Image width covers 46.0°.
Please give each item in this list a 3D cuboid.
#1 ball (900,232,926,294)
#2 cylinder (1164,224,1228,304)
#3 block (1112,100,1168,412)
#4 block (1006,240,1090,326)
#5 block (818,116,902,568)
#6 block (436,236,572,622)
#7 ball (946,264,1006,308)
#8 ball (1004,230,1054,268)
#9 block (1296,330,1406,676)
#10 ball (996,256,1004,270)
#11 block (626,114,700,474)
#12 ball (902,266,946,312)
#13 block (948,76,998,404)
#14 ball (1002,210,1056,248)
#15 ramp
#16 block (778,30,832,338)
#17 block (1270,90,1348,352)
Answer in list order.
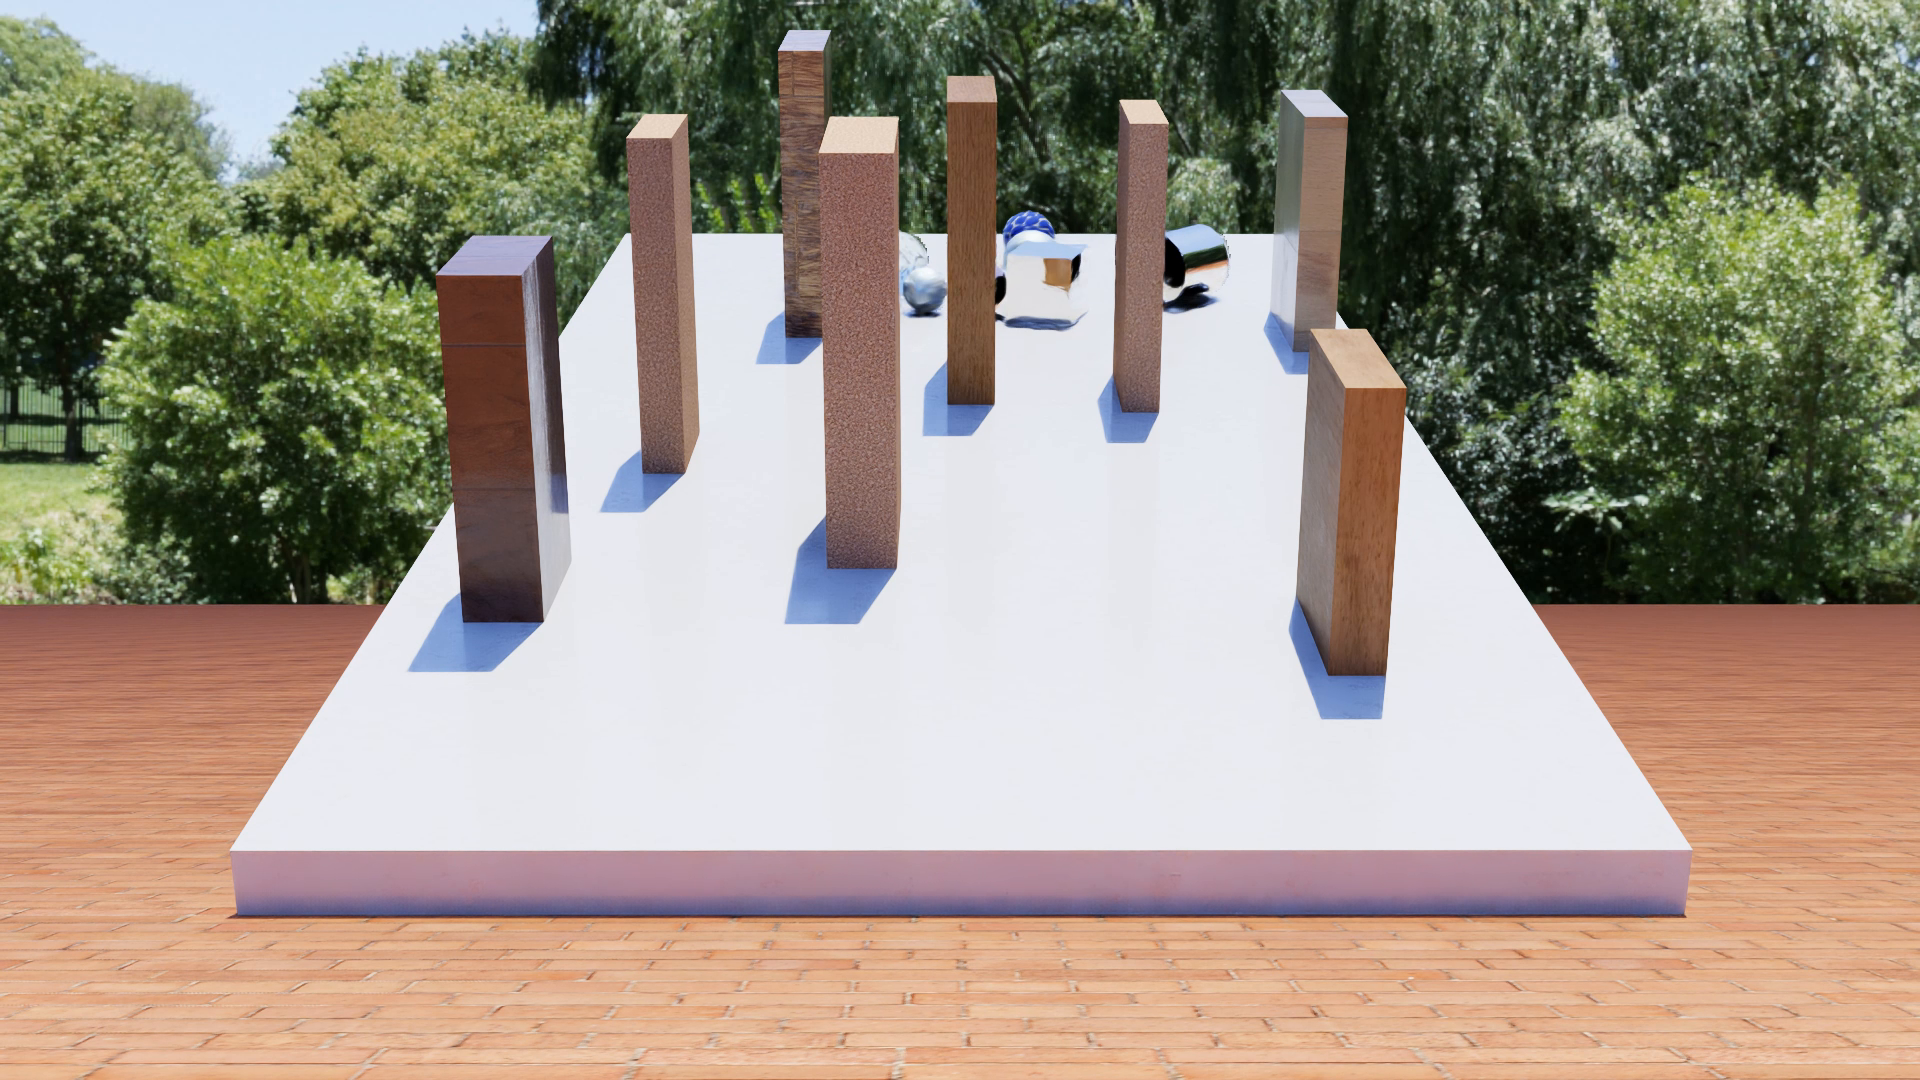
[{"bbox_3d":[-0.177,-0.746,6.093,0.175,0.175,0.175,0,-1,0],"label":"ball"},{"bbox_3d":[0.588,-0.739,6.056,0.186,0.186,0.186,-2,13,46],"label":"cylinder"},{"bbox_3d":[0.405,-0.645,5.116,0.083,0.646,0.326,0,20,0],"label":"block"},{"bbox_3d":[0.229,-0.668,5.878,0.174,0.174,0.174,7,21,17],"label":"block"},{"bbox_3d":[-0.179,-0.369,4.178,0.128,0.759,0.382,0,20,0],"label":"block"},{"bbox_3d":[-0.782,-0.196,3.917,0.139,0.607,0.303,0,20,0],"label":"block"},{"bbox_3d":[0.043,-0.660,5.879,0.159,0.159,0.159,0,-1,0],"label":"ball"},{"bbox_3d":[0.196,-0.770,6.191,0.155,0.155,0.155,0,-1,0],"label":"ball"},{"bbox_3d":[0.643,-0.069,3.755,0.095,0.483,0.365,0,20,0],"label":"block"},{"bbox_3d":[0.053,-0.716,6.078,0.130,0.130,0.130,0,-1,0],"label":"ball"},{"bbox_3d":[-0.609,-0.509,4.670,0.088,0.689,0.287,0,20,0],"label":"block"},{"bbox_3d":[-0.092,-0.657,5.932,0.117,0.117,0.117,0,-1,0],"label":"ball"},{"bbox_3d":[0.025,-0.694,5.199,0.108,0.681,0.394,0,20,0],"label":"block"},{"bbox_3d":[0.196,-0.862,6.452,0.151,0.151,0.151,0,-1,0],"label":"ball"},{"bbox_3d":[-0.005,-0.205,4.992,2.000,0.100,4.000,0,20,0],"label":"ramp"},{"bbox_3d":[-0.386,-0.910,5.755,0.108,0.711,0.392,0,20,0],"label":"block"},{"bbox_3d":[0.869,-0.805,5.667,0.102,0.576,0.424,0,20,0],"label":"block"}]
